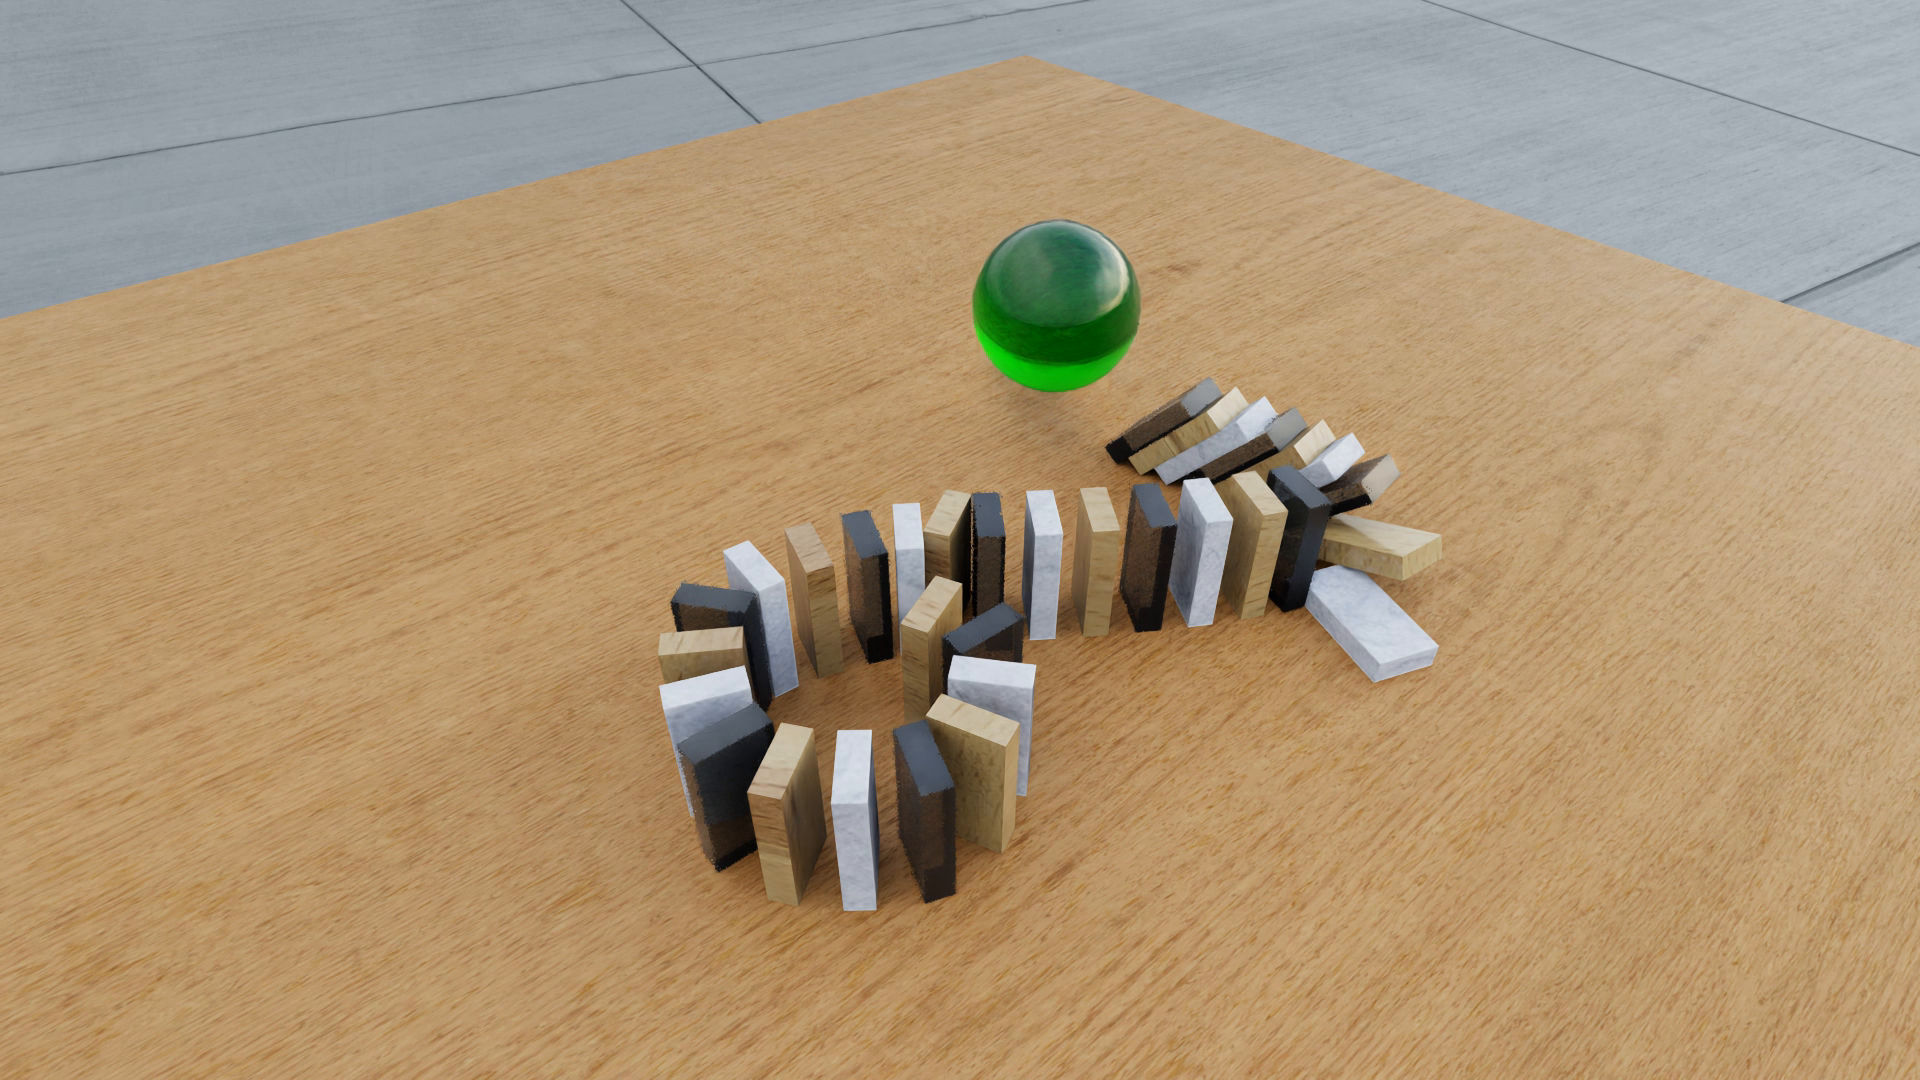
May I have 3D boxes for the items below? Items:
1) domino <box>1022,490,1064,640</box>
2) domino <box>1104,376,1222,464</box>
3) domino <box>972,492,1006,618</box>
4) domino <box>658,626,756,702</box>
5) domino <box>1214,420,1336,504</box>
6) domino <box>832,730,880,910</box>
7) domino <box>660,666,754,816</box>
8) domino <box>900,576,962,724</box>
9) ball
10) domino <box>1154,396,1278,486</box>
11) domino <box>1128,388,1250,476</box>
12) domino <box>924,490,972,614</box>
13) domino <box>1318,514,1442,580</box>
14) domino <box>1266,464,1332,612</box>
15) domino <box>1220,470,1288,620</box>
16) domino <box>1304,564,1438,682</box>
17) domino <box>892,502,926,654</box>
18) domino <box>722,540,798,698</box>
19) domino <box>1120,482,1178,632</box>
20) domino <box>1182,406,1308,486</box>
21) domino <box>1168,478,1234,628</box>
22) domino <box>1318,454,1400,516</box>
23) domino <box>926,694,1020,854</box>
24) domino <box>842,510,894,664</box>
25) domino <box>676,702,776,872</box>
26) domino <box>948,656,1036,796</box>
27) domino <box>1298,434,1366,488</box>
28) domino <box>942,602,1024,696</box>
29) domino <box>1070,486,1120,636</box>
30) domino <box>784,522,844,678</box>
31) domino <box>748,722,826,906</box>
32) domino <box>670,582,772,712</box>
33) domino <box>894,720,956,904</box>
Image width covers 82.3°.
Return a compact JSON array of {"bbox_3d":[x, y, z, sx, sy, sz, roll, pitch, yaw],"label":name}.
[{"bbox_3d":[0.029,0.009,0.400,0.010,0.050,0.025,-3,39,-4],"label":"domino"},{"bbox_3d":[0.088,-0.052,0.480,0.025,0.050,0.010,-38,94,-37],"label":"domino"},{"bbox_3d":[0.010,0.010,0.399,0.010,0.050,0.025,-2,39,-3],"label":"domino"},{"bbox_3d":[-0.079,0.050,0.350,0.025,0.050,0.009,-5,40,-6],"label":"domino"},{"bbox_3d":[0.128,-0.031,0.454,0.025,0.050,0.010,-36,93,-36],"label":"domino"},{"bbox_3d":[-0.029,0.080,0.313,0.009,0.050,0.025,-1,39,-1],"label":"domino"},{"bbox_3d":[-0.074,0.062,0.336,0.025,0.050,0.010,-12,41,-15],"label":"domino"},{"bbox_3d":[-0.009,0.039,0.363,0.010,0.050,0.025,17,42,19],"label":"domino"},{"bbox_3d":[0.046,-0.111,0.523,0.080,0.080,0.080,0,39,0],"label":"ball"},{"bbox_3d":[0.108,-0.042,0.467,0.025,0.050,0.010,-38,94,-37],"label":"domino"},{"bbox_3d":[0.098,-0.046,0.473,0.025,0.050,0.009,-38,94,-37],"label":"domino"},{"bbox_3d":[-0.004,0.010,0.400,0.009,0.050,0.025,12,41,14],"label":"domino"},{"bbox_3d":[0.157,0.001,0.427,0.025,0.010,0.050,-22,24,-31],"label":"domino"},{"bbox_3d":[0.122,0.000,0.412,0.009,0.050,0.025,-14,41,-17],"label":"domino"},{"bbox_3d":[0.107,0.002,0.409,0.009,0.050,0.025,-10,40,-12],"label":"domino"},{"bbox_3d":[0.149,0.029,0.408,0.025,0.009,0.050,-13,41,-16],"label":"domino"},{"bbox_3d":[-0.018,0.014,0.394,0.010,0.050,0.025,-3,39,-4],"label":"domino"},{"bbox_3d":[-0.068,0.028,0.378,0.009,0.050,0.025,-25,45,-27],"label":"domino"},{"bbox_3d":[0.068,0.007,0.403,0.010,0.050,0.025,-5,40,-6],"label":"domino"},{"bbox_3d":[0.118,-0.037,0.461,0.025,0.050,0.009,-37,94,-37],"label":"domino"},{"bbox_3d":[0.088,0.005,0.405,0.010,0.050,0.025,-6,40,-8],"label":"domino"},{"bbox_3d":[0.147,-0.018,0.440,0.025,0.010,0.050,-36,8,-36],"label":"domino"},{"bbox_3d":[0.004,0.070,0.326,0.025,0.050,0.010,18,43,20],"label":"domino"},{"bbox_3d":[-0.033,0.017,0.391,0.010,0.050,0.025,-13,41,-15],"label":"domino"},{"bbox_3d":[-0.065,0.073,0.322,0.025,0.050,0.010,-27,46,-29],"label":"domino"},{"bbox_3d":[0.010,0.058,0.340,0.025,0.050,0.009,6,40,7],"label":"domino"},{"bbox_3d":[0.137,-0.025,0.447,0.025,0.050,0.010,-36,93,-35],"label":"domino"},{"bbox_3d":[0.007,0.046,0.355,0.025,0.050,0.010,-27,47,-29],"label":"domino"},{"bbox_3d":[0.049,0.008,0.401,0.009,0.050,0.025,-4,39,-4],"label":"domino"},{"bbox_3d":[-0.051,0.022,0.385,0.010,0.050,0.025,-16,42,-18],"label":"domino"},{"bbox_3d":[-0.049,0.079,0.315,0.010,0.050,0.025,9,40,11],"label":"domino"},{"bbox_3d":[-0.079,0.038,0.366,0.025,0.050,0.009,7,40,9],"label":"domino"},{"bbox_3d":[-0.010,0.078,0.316,0.009,0.050,0.025,-13,41,-15],"label":"domino"}]
